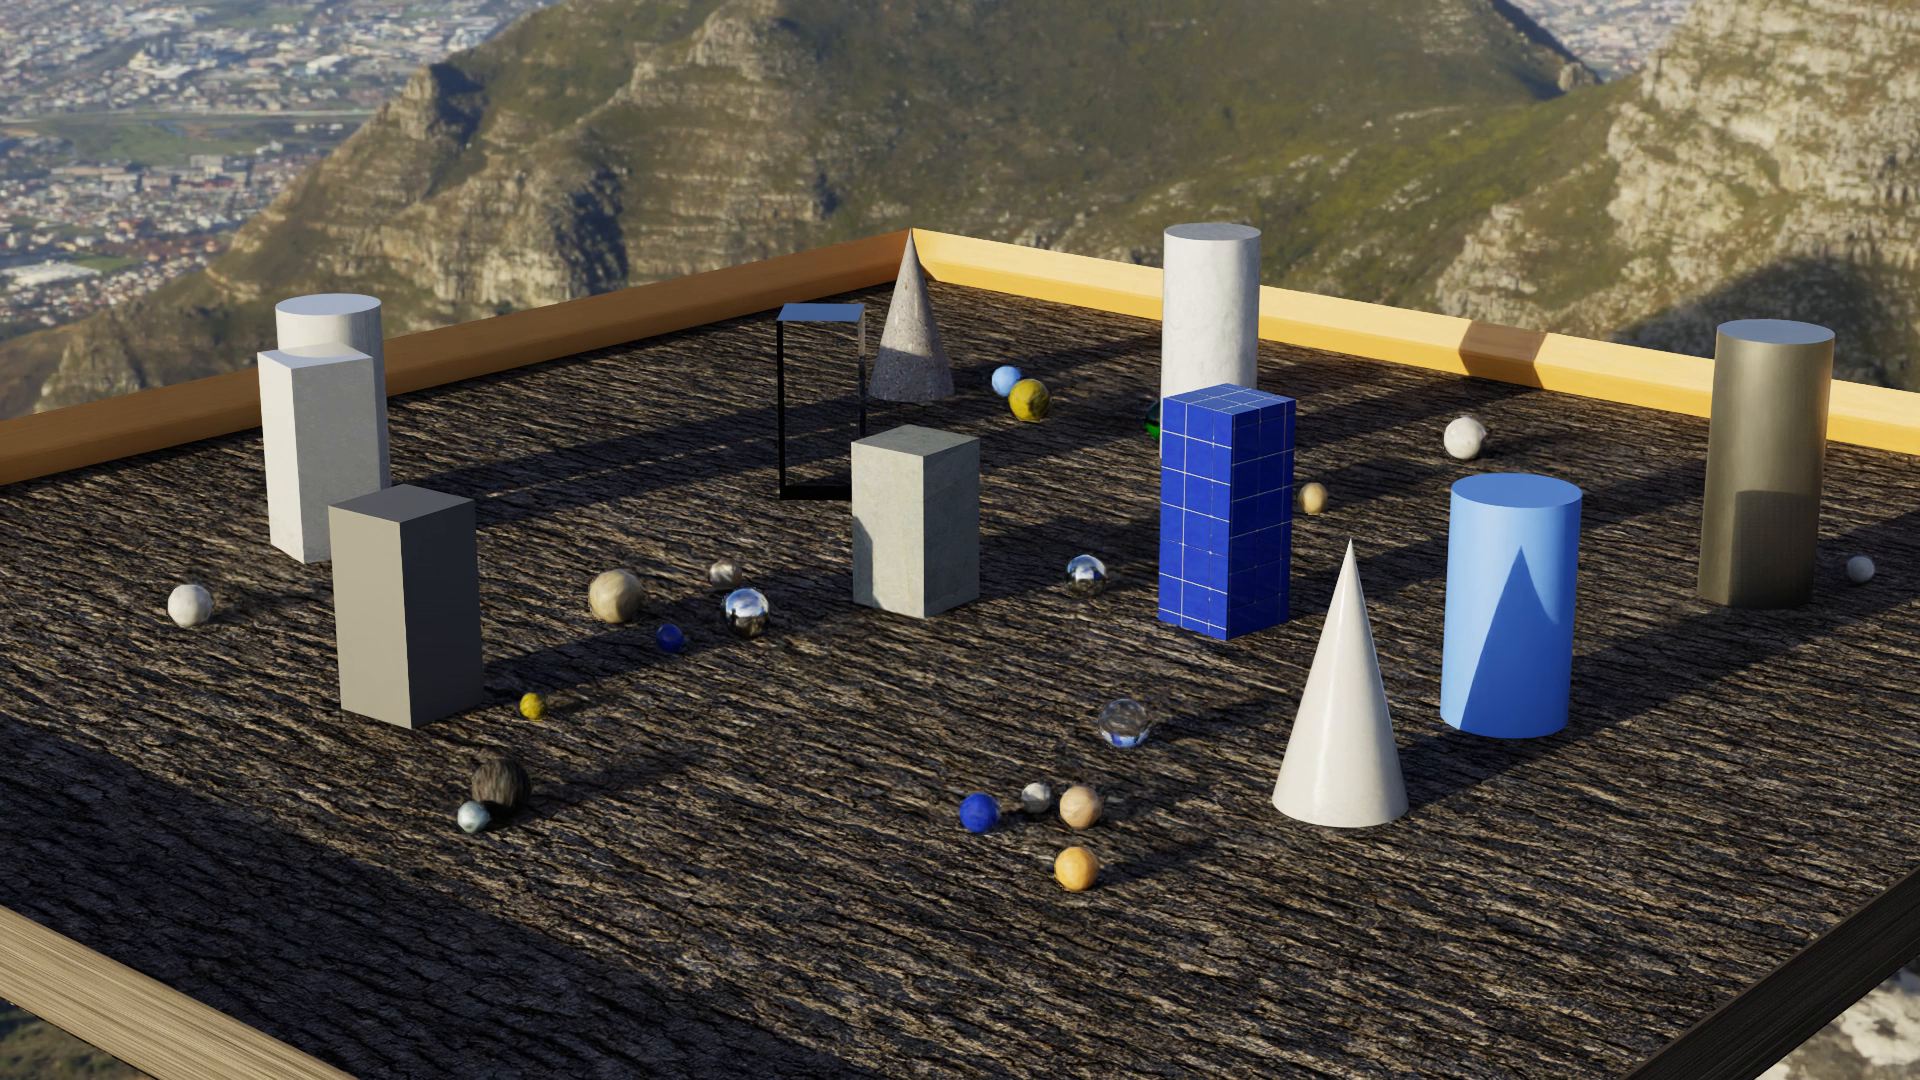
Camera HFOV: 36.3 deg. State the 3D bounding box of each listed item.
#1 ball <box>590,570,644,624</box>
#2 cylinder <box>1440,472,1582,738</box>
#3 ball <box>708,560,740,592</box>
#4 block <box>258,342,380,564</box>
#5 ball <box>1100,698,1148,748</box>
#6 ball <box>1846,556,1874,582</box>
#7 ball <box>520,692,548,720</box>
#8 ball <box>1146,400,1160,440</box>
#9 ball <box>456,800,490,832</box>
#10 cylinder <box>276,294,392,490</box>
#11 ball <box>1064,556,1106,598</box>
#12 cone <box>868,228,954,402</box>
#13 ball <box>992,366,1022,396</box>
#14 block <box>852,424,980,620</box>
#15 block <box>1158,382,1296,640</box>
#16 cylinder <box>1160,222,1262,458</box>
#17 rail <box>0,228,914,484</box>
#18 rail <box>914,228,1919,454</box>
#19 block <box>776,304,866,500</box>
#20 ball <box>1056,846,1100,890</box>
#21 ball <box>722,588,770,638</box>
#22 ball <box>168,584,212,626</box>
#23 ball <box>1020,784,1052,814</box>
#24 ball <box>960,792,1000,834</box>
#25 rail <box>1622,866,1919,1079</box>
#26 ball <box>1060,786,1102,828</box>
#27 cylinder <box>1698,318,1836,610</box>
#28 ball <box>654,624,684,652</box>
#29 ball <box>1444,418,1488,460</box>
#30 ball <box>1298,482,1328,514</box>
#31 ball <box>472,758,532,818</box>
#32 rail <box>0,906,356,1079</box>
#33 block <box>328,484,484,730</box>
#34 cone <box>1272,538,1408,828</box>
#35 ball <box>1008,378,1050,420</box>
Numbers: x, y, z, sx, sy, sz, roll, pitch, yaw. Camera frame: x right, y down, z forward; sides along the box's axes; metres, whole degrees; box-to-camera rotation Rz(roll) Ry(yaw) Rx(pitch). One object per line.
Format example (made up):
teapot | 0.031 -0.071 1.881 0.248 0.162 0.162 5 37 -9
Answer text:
ball | -0.583 0.095 4.974 0.092 0.092 0.092 0 17 0
cylinder | 0.843 0.099 4.491 0.195 0.364 0.195 0 17 0
ball | -0.412 0.063 5.143 0.056 0.056 0.056 0 17 0
block | -1.167 -0.161 5.356 0.156 0.363 0.156 -11 20 -33
ball | 0.246 0.276 4.405 0.075 0.075 0.075 0 17 0
ball | 1.595 0.052 5.193 0.048 0.048 0.048 0 17 0
ball | -0.658 0.256 4.527 0.043 0.043 0.043 0 17 0
ball | 0.431 -0.250 6.125 0.089 0.089 0.089 0 17 0
ball | -0.679 0.386 4.091 0.045 0.045 0.045 0 17 0
cylinder | -1.191 -0.252 5.587 0.195 0.402 0.195 0 17 0
ball | 0.219 0.063 5.111 0.074 0.074 0.074 0 17 0
cone | -0.108 -0.509 6.497 0.195 0.370 0.195 0 17 0
ball | 0.104 -0.353 6.500 0.068 0.068 0.068 0 17 0
block | -0.076 -0.034 5.065 0.156 0.287 0.156 13 21 36
block | 0.449 -0.049 4.940 0.156 0.389 0.156 -15 22 -40
cylinder | 0.508 -0.396 5.956 0.195 0.466 0.195 0 17 0
rail | -1.413 -0.322 6.294 0.045 0.127 3.986 14 22 39
rail | 1.291 -0.397 6.544 3.789 0.127 0.045 14 22 39
block | -0.269 -0.270 5.727 0.156 0.357 0.156 1 17 3
ball | 0.156 0.436 3.899 0.059 0.059 0.059 0 17 0
ball | -0.358 0.122 4.902 0.083 0.083 0.083 0 17 0
ball | -1.302 0.110 4.958 0.073 0.073 0.073 0 17 0
ball | 0.108 0.367 4.158 0.044 0.044 0.044 0 17 0
ball | 0.028 0.381 4.088 0.057 0.057 0.057 0 17 0
rail | 1.413 0.386 3.946 0.045 0.127 3.986 14 22 39
ball | 0.169 0.374 4.105 0.060 0.060 0.060 0 17 0
cylinder | 1.393 -0.132 5.074 0.195 0.469 0.195 0 17 0
ball | -0.479 0.162 4.831 0.047 0.047 0.047 0 17 0
ball | 1.031 -0.207 5.984 0.087 0.087 0.087 0 17 0
ball | 0.676 -0.081 5.614 0.060 0.060 0.060 0 17 0
ball | -0.648 0.350 4.143 0.084 0.084 0.084 0 17 0
rail | -1.291 0.461 3.697 3.789 0.127 0.045 14 22 39
block | -0.856 0.101 4.545 0.156 0.329 0.156 12 21 35
cone | 0.545 0.186 4.150 0.195 0.395 0.195 0 17 0
ball | 0.149 -0.302 6.296 0.089 0.089 0.089 0 17 0
